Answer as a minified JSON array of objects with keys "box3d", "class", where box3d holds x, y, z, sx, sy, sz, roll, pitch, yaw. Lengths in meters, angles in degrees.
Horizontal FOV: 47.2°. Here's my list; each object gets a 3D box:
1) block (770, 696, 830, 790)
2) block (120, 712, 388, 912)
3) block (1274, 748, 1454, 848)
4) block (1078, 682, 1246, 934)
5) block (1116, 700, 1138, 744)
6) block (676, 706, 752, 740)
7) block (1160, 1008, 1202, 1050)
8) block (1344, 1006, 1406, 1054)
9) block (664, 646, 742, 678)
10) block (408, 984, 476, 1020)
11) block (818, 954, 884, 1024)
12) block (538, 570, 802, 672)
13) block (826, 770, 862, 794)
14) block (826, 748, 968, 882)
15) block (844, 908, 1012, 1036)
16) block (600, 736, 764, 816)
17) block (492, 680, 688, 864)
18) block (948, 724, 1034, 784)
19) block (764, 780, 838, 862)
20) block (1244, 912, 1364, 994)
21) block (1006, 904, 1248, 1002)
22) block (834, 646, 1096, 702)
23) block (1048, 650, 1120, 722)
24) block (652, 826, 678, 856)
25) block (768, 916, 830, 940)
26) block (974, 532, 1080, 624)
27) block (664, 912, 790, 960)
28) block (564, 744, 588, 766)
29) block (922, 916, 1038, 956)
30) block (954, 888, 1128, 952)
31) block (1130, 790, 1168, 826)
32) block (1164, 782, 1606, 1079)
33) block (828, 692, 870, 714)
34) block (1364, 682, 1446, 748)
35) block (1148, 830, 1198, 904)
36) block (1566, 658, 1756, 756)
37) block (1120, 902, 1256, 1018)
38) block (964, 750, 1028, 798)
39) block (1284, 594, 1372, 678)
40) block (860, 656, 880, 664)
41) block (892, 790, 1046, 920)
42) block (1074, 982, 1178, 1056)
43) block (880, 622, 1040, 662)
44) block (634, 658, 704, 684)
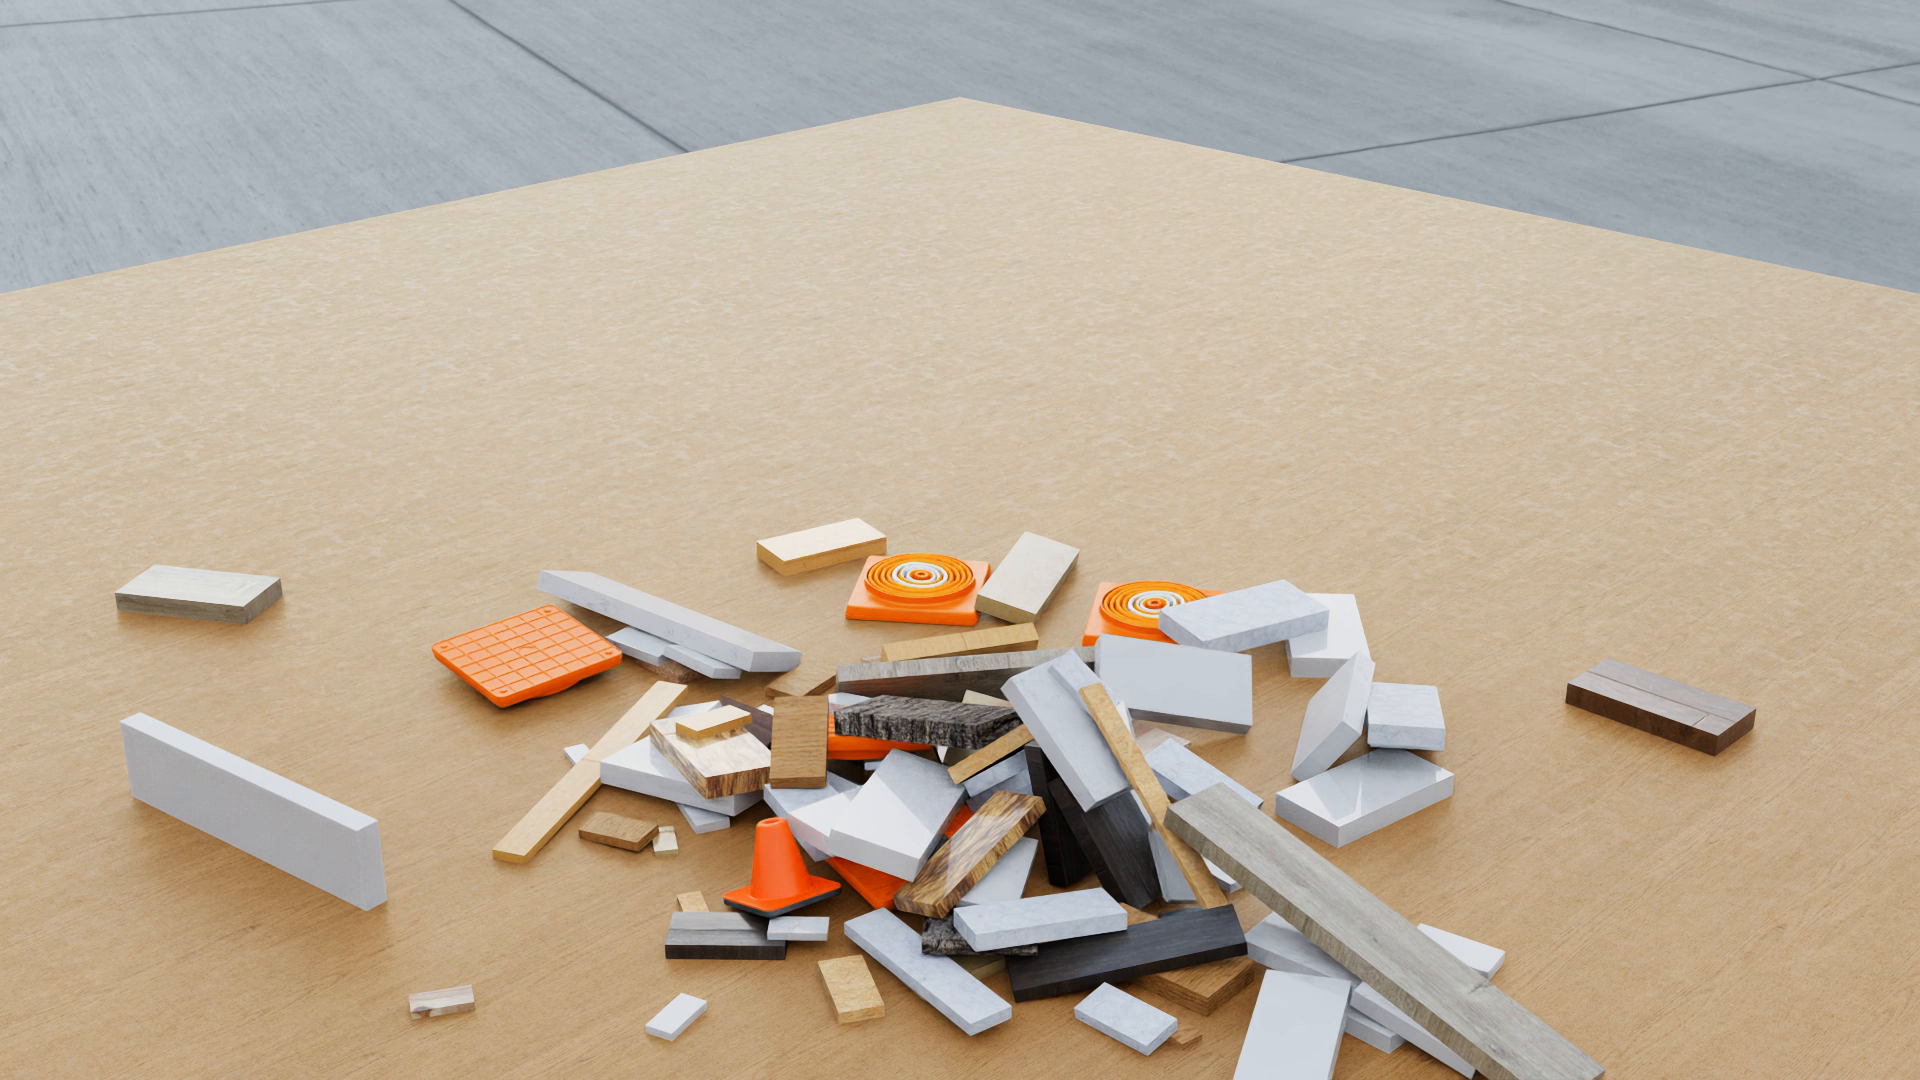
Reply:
[{"box3d":[-0.320,0.402,4.390,0.110,0.031,0.220,-2,42,0],"class":"block"},{"box3d":[-1.392,0.524,4.304,0.733,0.173,0.049,16,28,33],"class":"block"},{"box3d":[0.825,0.517,4.479,0.343,0.049,0.171,-17,28,-35],"class":"block"},{"box3d":[0.380,0.515,4.069,0.049,0.014,0.581,-14,65,-37],"class":"block"},{"box3d":[0.302,0.418,4.540,0.117,0.033,0.235,-26,20,8],"class":"block"},{"box3d":[-0.512,0.380,4.576,0.144,0.020,0.072,-15,23,-43],"class":"block"},{"box3d":[0.364,0.838,3.769,0.049,0.014,0.097,-17,28,-35],"class":"block"},{"box3d":[0.682,0.804,3.823,0.237,0.034,0.118,21,31,41],"class":"block"},{"box3d":[-0.583,0.276,4.981,0.171,0.024,0.086,20,10,39],"class":"block"},{"box3d":[-0.905,0.807,3.840,0.108,0.015,0.054,-7,24,-16],"class":"block"},{"box3d":[-0.193,0.789,3.870,0.081,0.023,0.163,-7,24,-15],"class":"block"},{"box3d":[-0.694,0.187,5.187,0.716,0.047,0.167,18,8,36],"class":"block"},{"box3d":[-0.261,0.491,4.476,0.240,0.034,0.120,20,-7,39],"class":"block"},{"box3d":[-0.109,0.517,4.180,0.171,0.049,0.411,18,19,9],"class":"block"},{"box3d":[-0.061,0.757,3.882,0.087,0.025,0.386,-16,28,-33],"class":"block"},{"box3d":[-0.554,0.482,4.515,0.334,0.047,0.167,10,19,28],"class":"block"},{"box3d":[-0.758,0.472,4.583,0.072,0.020,0.712,8,27,18],"class":"block"},{"box3d":[0.102,0.396,4.274,0.241,0.034,0.121,-33,-10,23],"class":"block"},{"box3d":[-0.277,0.536,4.272,0.120,0.034,0.240,-10,29,-27],"class":"block"},{"box3d":[0.627,0.736,3.896,0.237,0.034,0.118,18,29,36],"class":"block"},{"box3d":[0.292,0.731,3.893,0.418,0.029,0.102,-11,32,-2],"class":"block"},{"box3d":[0.042,0.315,4.819,0.629,0.153,0.043,-4,49,-9],"class":"block"},{"box3d":[0.236,0.278,4.189,0.139,0.020,0.069,47,44,8],"class":"block"},{"box3d":[-0.584,0.595,4.342,0.045,0.013,0.091,-5,24,-12],"class":"block"},{"box3d":[-0.293,0.706,3.998,0.108,0.015,0.054,1,23,1],"class":"block"},{"box3d":[0.170,0.095,5.441,0.149,0.042,0.412,19,27,11],"class":"block"},{"box3d":[-0.423,0.723,4.017,0.217,0.031,0.108,0,23,1],"class":"block"},{"box3d":[-0.802,0.461,4.659,0.045,0.013,0.091,-12,26,-27],"class":"block"},{"box3d":[0.036,0.705,3.927,0.204,0.029,0.102,1,14,2],"class":"block"},{"box3d":[0.143,0.675,3.919,0.286,0.033,0.117,-5,15,-19],"class":"block"},{"box3d":[0.345,0.525,4.412,0.110,0.031,0.220,26,36,12],"class":"block"},{"box3d":[0.716,0.695,3.826,0.148,0.042,0.874,-19,41,-38],"class":"block"},{"box3d":[-0.223,0.351,4.636,0.087,0.025,0.175,-9,11,-44],"class":"block"},{"box3d":[0.929,0.365,4.613,0.153,0.043,0.305,3,13,8],"class":"block"},{"box3d":[0.402,0.616,4.149,0.069,0.020,0.139,8,58,-35],"class":"block"},{"box3d":[1.539,0.364,4.838,0.356,0.050,0.178,21,31,40],"class":"block"},{"box3d":[0.363,0.749,3.941,0.295,0.042,0.148,19,29,37],"class":"block"},{"box3d":[0.157,0.423,4.359,0.121,0.034,0.336,-33,-8,41],"class":"block"},{"box3d":[0.854,0.222,5.172,0.178,0.050,0.356,1,23,3],"class":"block"},{"box3d":[-0.061,0.276,4.997,0.299,0.042,0.149,-8,5,-17],"class":"block"},{"box3d":[0.020,0.579,4.075,0.108,0.031,0.334,3,33,41],"class":"block"},{"box3d":[0.284,0.821,3.774,0.163,0.023,0.081,20,40,41],"class":"block"},{"box3d":[-0.009,0.280,4.875,0.346,0.173,0.049,-8,51,-17],"class":"block"},{"box3d":[-0.666,0.283,5.063,0.086,0.024,0.171,-21,30,-40],"class":"block"}]
